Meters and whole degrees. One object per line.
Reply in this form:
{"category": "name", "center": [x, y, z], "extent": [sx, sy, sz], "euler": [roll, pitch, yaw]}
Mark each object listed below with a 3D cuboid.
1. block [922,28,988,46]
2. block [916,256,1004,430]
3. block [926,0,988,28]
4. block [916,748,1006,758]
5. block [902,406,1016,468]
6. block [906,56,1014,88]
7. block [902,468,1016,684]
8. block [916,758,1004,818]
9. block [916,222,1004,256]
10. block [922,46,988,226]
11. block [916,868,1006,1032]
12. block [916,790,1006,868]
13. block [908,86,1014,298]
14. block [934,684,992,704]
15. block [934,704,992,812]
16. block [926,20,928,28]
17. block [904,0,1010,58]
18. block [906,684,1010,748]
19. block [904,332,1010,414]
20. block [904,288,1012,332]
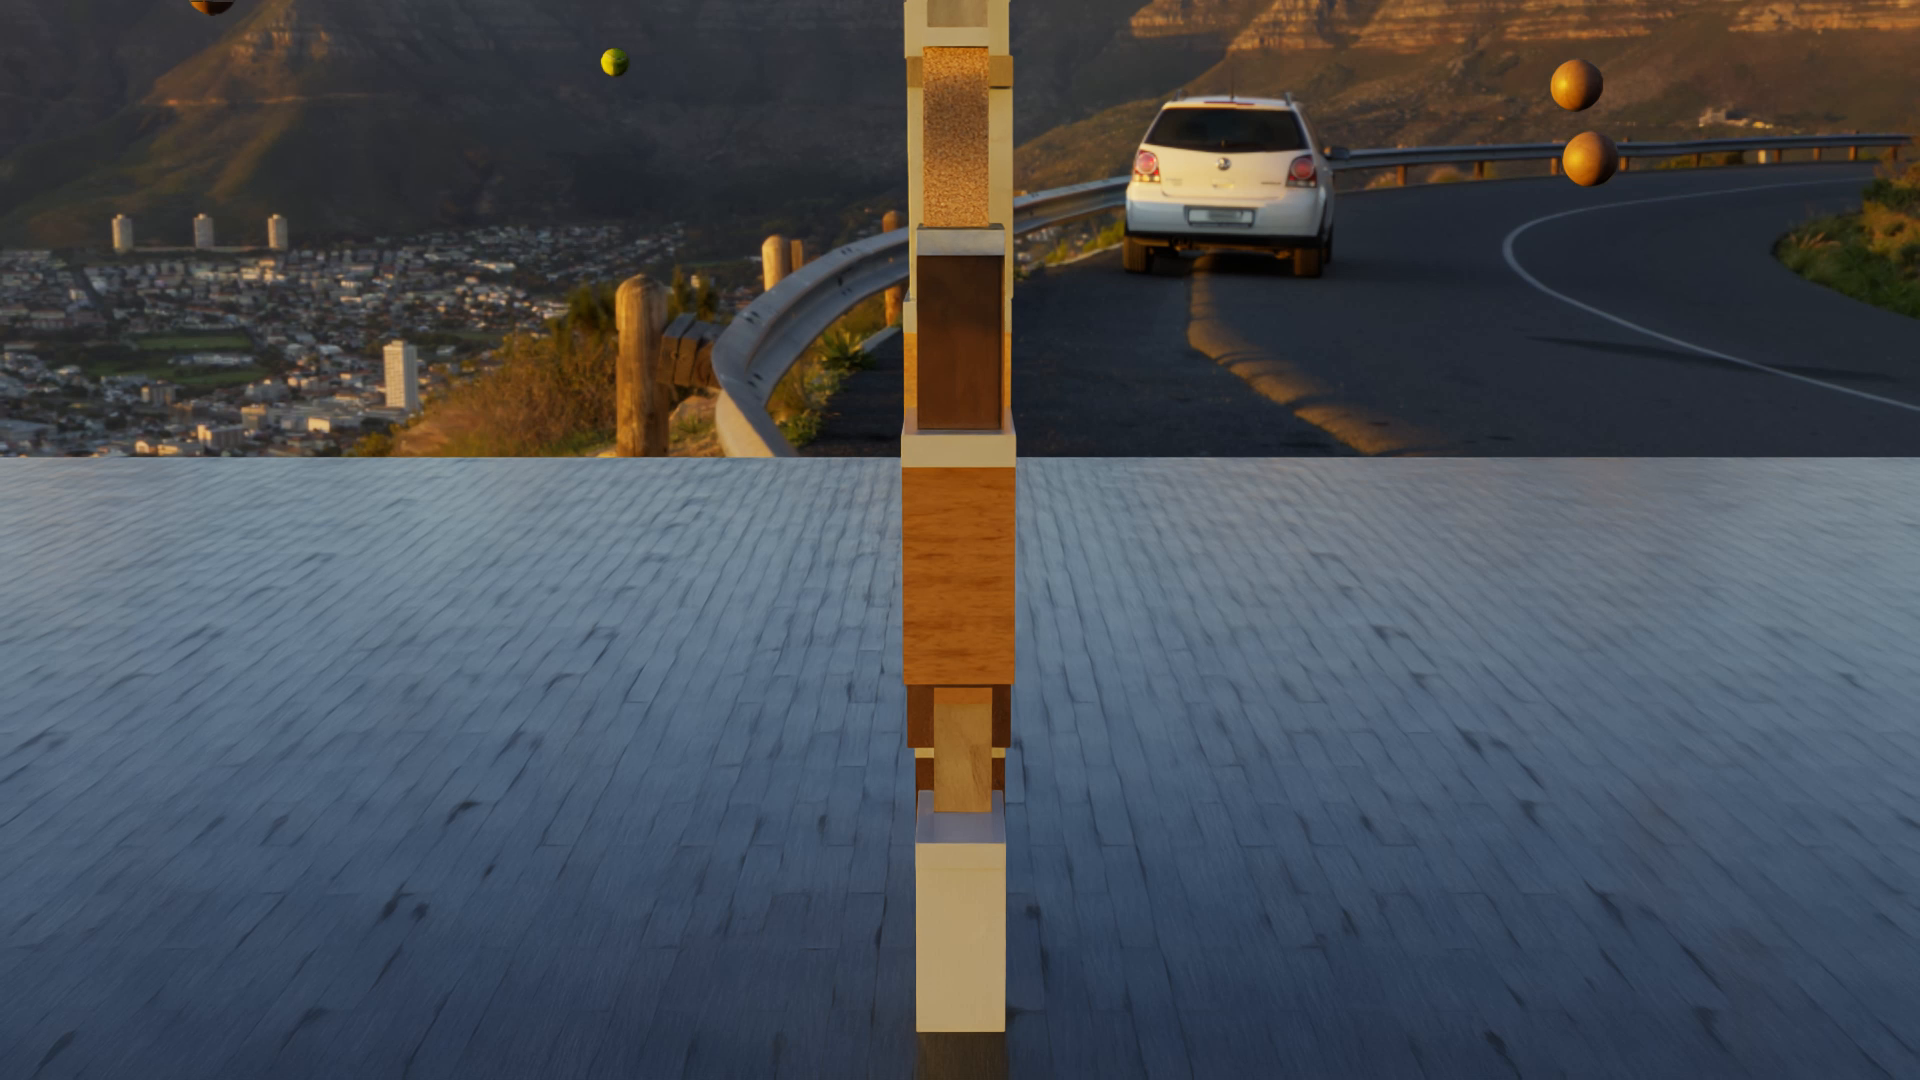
{"category": "block", "center": [-0.006, -0.720, 3.161], "extent": [0.092, 0.026, 0.184], "euler": [0, 11, 0]}
{"category": "block", "center": [0.001, -0.279, 3.094], "extent": [0.122, 0.245, 0.035], "euler": [0, 11, 0]}
{"category": "block", "center": [-0.004, -0.727, 3.290], "extent": [0.090, 0.362, 0.026], "euler": [0, 11, 0]}
{"category": "block", "center": [0.000, 0.296, 3.588], "extent": [0.142, 0.040, 0.283], "euler": [0, 11, 0]}
{"category": "block", "center": [-0.002, -0.152, 3.202], "extent": [0.159, 0.045, 0.318], "euler": [0, 11, 0]}
{"category": "block", "center": [0.000, -0.755, 3.567], "extent": [0.165, 0.047, 0.329], "euler": [0, 10, 0]}
{"category": "block", "center": [-0.002, 0.046, 3.131], "extent": [0.159, 0.318, 0.045], "euler": [0, 11, 0]}
{"category": "block", "center": [0.000, 0.473, 3.525], "extent": [0.142, 0.283, 0.040], "euler": [0, 11, 0]}
{"category": "block", "center": [0.001, -0.432, 3.149], "extent": [0.122, 0.035, 0.245], "euler": [0, 11, 0]}
{"category": "block", "center": [-0.006, -0.572, 3.126], "extent": [0.092, 0.250, 0.026], "euler": [0, 11, 0]}
{"category": "block", "center": [0.001, 0.568, 3.100], "extent": [0.125, 0.250, 0.035], "euler": [0, 11, 0]}
{"category": "block", "center": [0.001, 0.413, 3.156], "extent": [0.125, 0.035, 0.250], "euler": [0, 11, 0]}
{"category": "block", "center": [0.001, -0.551, 3.492], "extent": [0.165, 0.329, 0.047], "euler": [0, 10, 0]}
{"category": "block", "center": [0.004, 0.206, 3.202], "extent": [0.083, 0.023, 0.166], "euler": [0, 11, 0]}
{"category": "block", "center": [0.004, 0.309, 3.165], "extent": [0.083, 0.166, 0.023], "euler": [0, 11, 0]}
{"category": "block", "center": [-0.006, -0.839, 3.394], "extent": [0.090, 0.180, 0.025], "euler": [0, 11, 0]}
{"category": "block", "center": [-0.006, -0.929, 3.470], "extent": [0.165, 0.330, 0.047], "euler": [0, 10, 0]}
{"category": "block", "center": [-0.002, 0.083, 3.353], "extent": [0.159, 0.472, 0.045], "euler": [0, 11, 0]}
{"category": "block", "center": [-0.004, -0.148, 3.526], "extent": [0.169, 0.378, 0.048], "euler": [0, 11, 0]}
{"category": "block", "center": [-0.004, -0.378, 3.599], "extent": [0.169, 0.048, 0.338], "euler": [0, 10, 0]}
